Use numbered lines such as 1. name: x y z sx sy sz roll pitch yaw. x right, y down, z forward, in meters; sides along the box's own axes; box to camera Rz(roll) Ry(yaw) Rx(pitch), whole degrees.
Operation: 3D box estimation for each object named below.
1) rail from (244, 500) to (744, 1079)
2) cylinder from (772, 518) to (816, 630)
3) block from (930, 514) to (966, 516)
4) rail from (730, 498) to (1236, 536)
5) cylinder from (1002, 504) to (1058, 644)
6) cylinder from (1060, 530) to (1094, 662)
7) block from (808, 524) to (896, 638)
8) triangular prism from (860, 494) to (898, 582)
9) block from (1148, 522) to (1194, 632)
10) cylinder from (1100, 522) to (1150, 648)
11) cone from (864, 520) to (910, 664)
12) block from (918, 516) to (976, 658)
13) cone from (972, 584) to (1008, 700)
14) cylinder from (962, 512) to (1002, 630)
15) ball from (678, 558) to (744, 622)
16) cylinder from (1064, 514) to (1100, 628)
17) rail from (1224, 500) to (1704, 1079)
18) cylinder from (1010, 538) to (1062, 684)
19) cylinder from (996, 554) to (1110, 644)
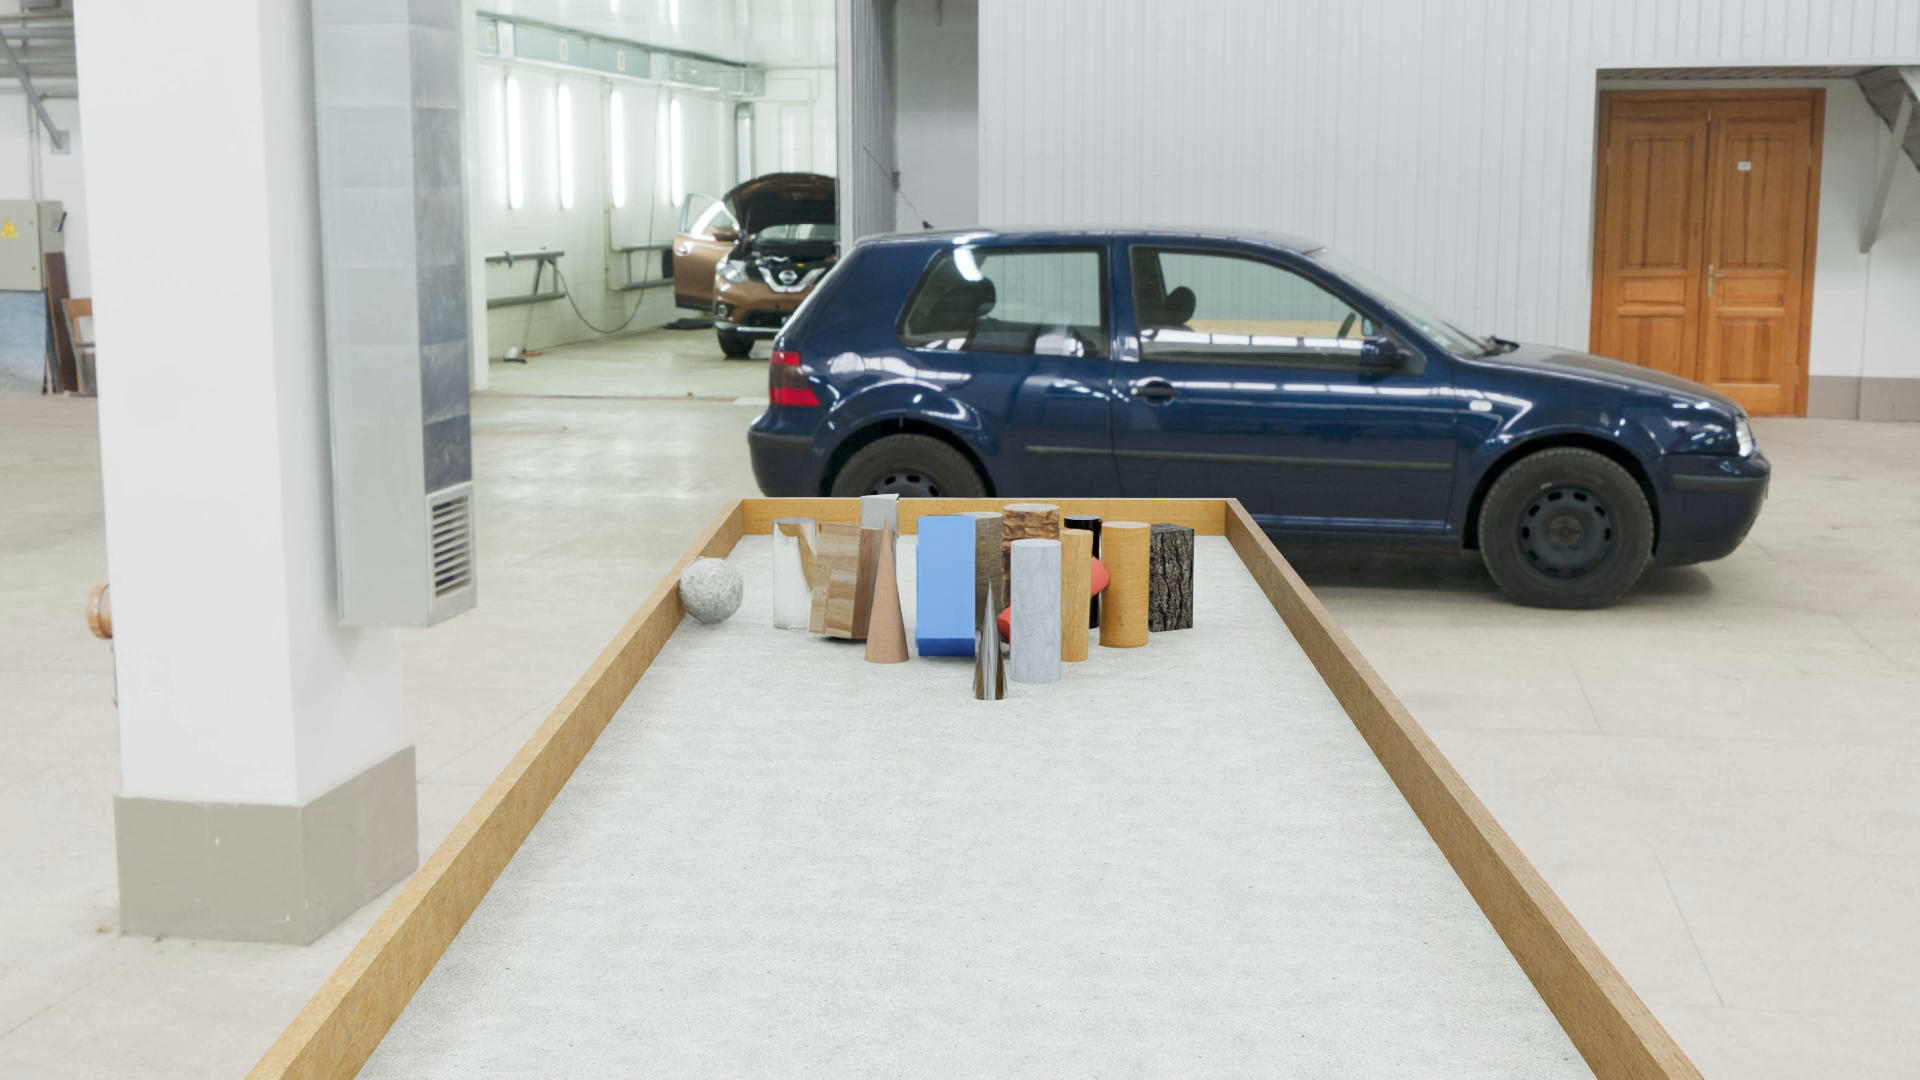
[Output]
1. rail: -1.004 0.839 3.234 0.050 0.150 12.000 0 9 1
2. cylinder: -0.542 0.110 7.200 0.143 0.350 0.143 0 9 0
3. block: -0.054 0.118 6.968 0.108 0.393 0.108 1 4 25
4. rail: 0.099 -0.098 9.147 2.100 0.150 0.050 0 9 1
5. cylinder: 0.222 0.108 6.960 0.180 0.428 0.180 0 9 0
6. cylinder: 0.346 0.168 6.685 0.101 0.391 0.101 2 11 0
7. block: -0.343 0.132 6.996 0.172 0.347 0.172 7 2 36
8. triangular prism: -0.235 0.068 7.213 0.136 0.429 0.117 6 11 32
9. block: 0.654 0.122 7.195 0.157 0.327 0.157 -5 10 -29
10. cylinder: 0.519 0.139 6.921 0.154 0.377 0.154 1 9 0
11. cone: -0.224 0.142 6.681 0.137 0.448 0.137 0 9 0
12. block: -0.039 0.143 6.734 0.173 0.397 0.173 0 -22 1
13. cone: 0.085 0.275 6.195 0.107 0.338 0.107 0 9 0
14. cylinder: 0.070 0.099 7.211 0.149 0.367 0.149 0 9 0
15. ball: -0.819 0.165 7.249 0.214 0.214 0.214 0 9 0
16. cylinder: 0.398 0.104 7.203 0.119 0.361 0.119 0 9 0
17. rail: 1.046 0.843 3.208 0.050 0.150 12.000 0 9 1
18. cylinder: 0.221 0.207 6.415 0.149 0.403 0.149 0 9 0
19. cylinder: 0.286 0.189 6.805 0.350 0.150 0.150 -40 25 -19
